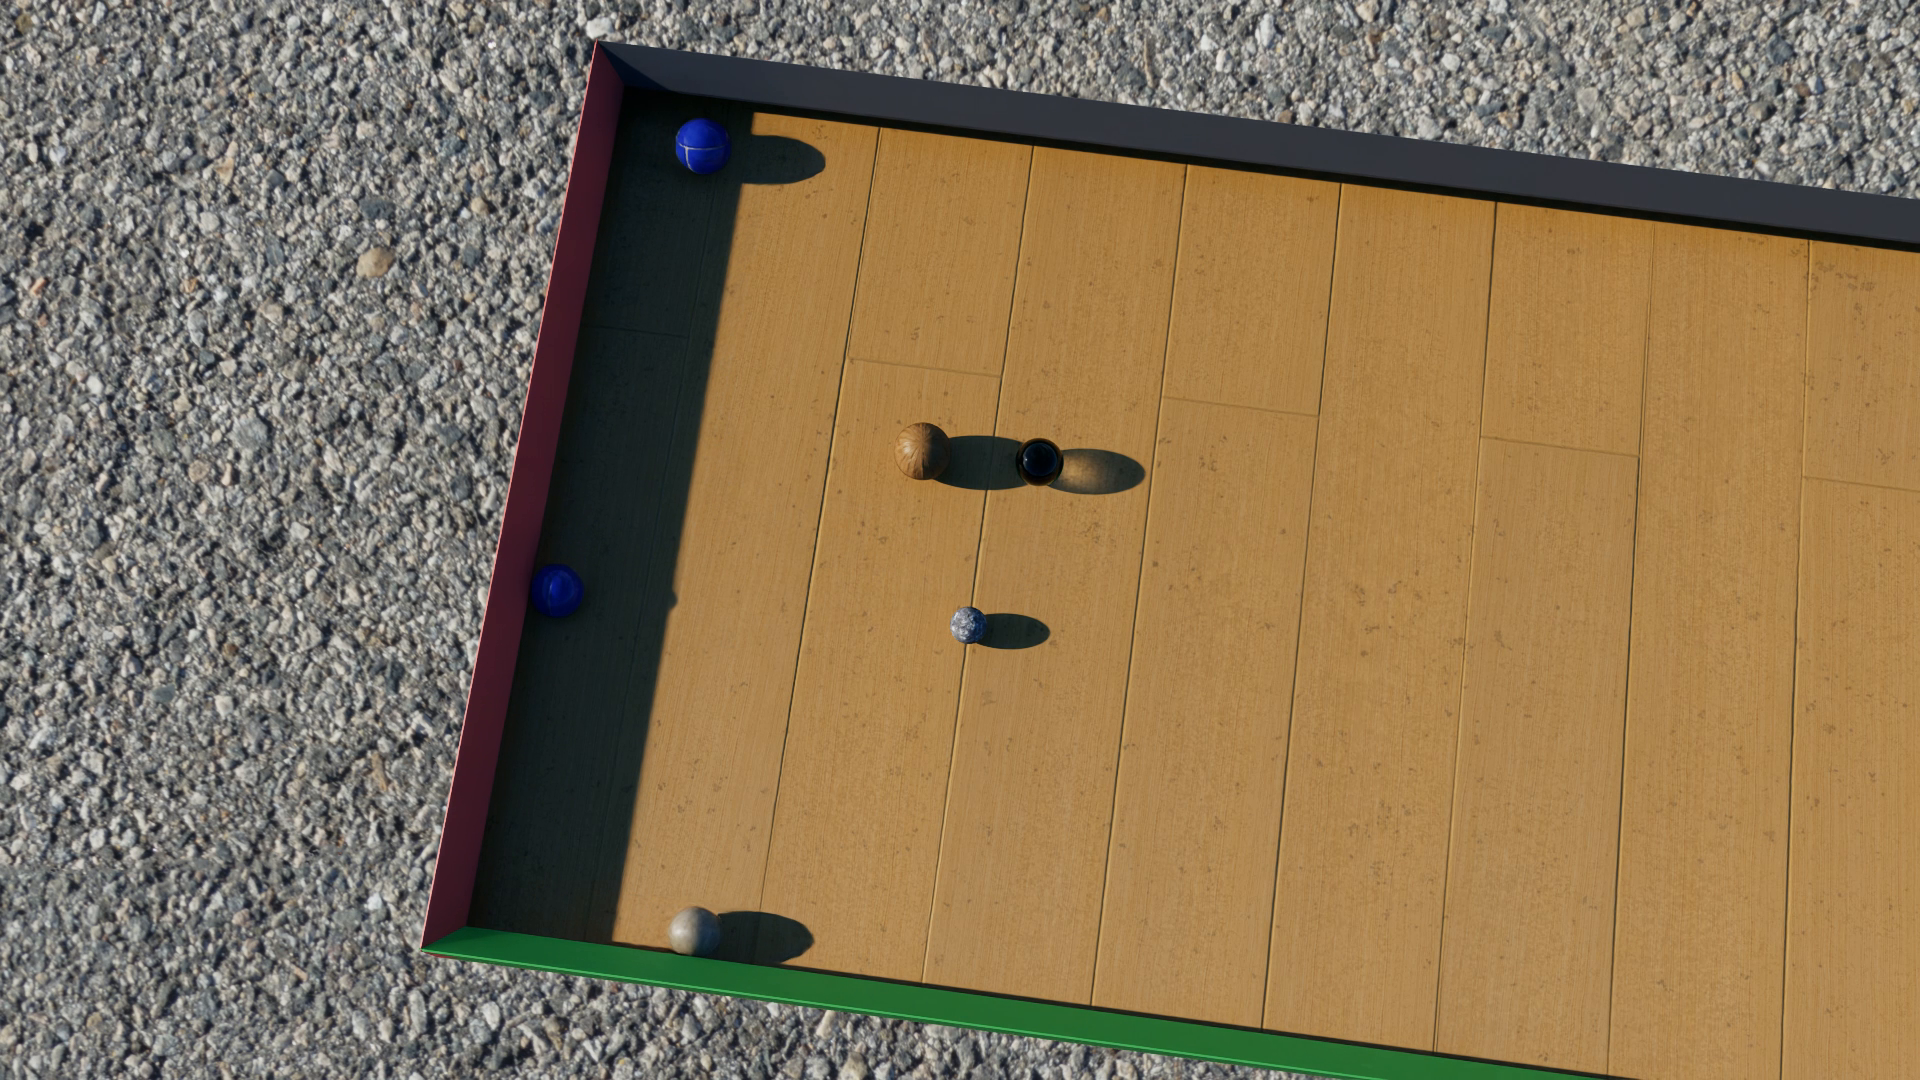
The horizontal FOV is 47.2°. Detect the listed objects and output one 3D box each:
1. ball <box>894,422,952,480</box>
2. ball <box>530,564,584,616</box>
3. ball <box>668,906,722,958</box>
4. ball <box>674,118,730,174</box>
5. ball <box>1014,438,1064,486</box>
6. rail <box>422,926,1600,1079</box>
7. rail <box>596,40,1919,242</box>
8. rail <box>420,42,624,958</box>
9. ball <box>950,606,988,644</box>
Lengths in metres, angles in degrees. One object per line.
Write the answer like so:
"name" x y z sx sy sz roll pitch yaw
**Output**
"ball" -0.057 -0.136 3.378 0.090 0.090 0.090 0 75 0
"ball" -0.609 0.076 3.325 0.080 0.080 0.080 0 75 0
"ball" -0.385 0.571 3.192 0.078 0.078 0.078 0 75 0
"ball" -0.411 -0.630 3.512 0.088 0.088 0.088 0 75 0
"ball" 0.122 -0.120 3.380 0.075 0.075 0.075 0 75 0
"rail" 0.580 0.744 3.124 2.708 0.116 0.045 7 75 2
"rail" 0.762 -0.584 3.484 2.708 0.116 0.045 7 75 2
"rail" -0.648 -0.088 3.350 0.045 0.116 1.435 7 75 2
"ball" 0.013 0.129 3.323 0.057 0.057 0.057 0 75 0
